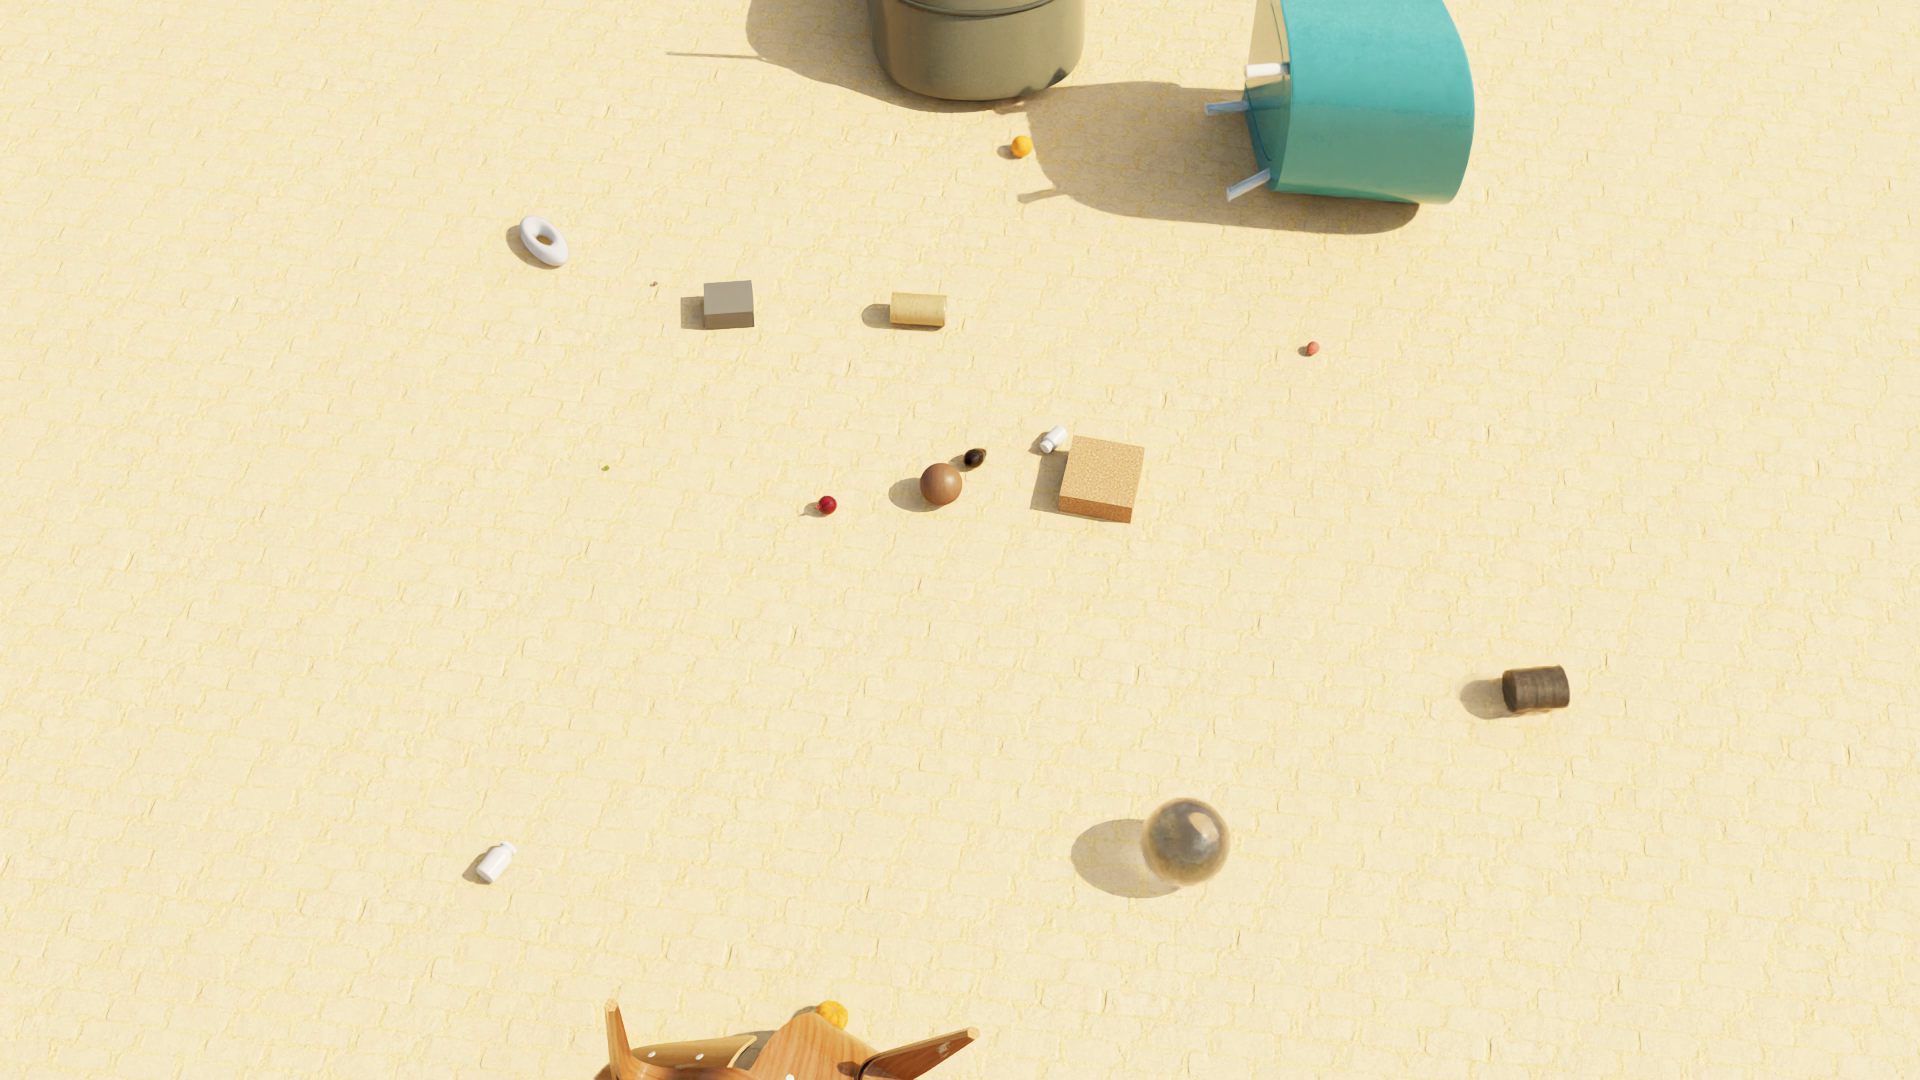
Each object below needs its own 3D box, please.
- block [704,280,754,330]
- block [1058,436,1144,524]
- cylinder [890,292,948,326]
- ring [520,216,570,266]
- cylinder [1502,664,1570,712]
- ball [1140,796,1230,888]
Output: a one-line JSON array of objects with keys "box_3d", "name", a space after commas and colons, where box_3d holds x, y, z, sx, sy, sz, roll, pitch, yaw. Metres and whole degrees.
[{"box_3d": [-0.738, -0.751, 7.031, 0.154, 0.078, 0.131, -4, 56, -3], "name": "block"}, {"box_3d": [0.429, -0.184, 6.647, 0.220, 0.084, 0.229, 10, 57, 7], "name": "block"}, {"box_3d": [-0.132, -0.736, 7.012, 0.175, 0.093, 0.104, 4, 51, 3], "name": "cylinder"}, {"box_3d": [-1.359, -0.979, 7.189, 0.116, 0.070, 0.237, -35, 62, -19], "name": "ring"}, {"box_3d": [1.628, 0.420, 6.221, 0.152, 0.114, 0.137, -5, 30, -3], "name": "cylinder"}, {"box_3d": [0.604, 0.808, 5.888, 0.239, 0.239, 0.239, 0, 56, 0], "name": "ball"}]
